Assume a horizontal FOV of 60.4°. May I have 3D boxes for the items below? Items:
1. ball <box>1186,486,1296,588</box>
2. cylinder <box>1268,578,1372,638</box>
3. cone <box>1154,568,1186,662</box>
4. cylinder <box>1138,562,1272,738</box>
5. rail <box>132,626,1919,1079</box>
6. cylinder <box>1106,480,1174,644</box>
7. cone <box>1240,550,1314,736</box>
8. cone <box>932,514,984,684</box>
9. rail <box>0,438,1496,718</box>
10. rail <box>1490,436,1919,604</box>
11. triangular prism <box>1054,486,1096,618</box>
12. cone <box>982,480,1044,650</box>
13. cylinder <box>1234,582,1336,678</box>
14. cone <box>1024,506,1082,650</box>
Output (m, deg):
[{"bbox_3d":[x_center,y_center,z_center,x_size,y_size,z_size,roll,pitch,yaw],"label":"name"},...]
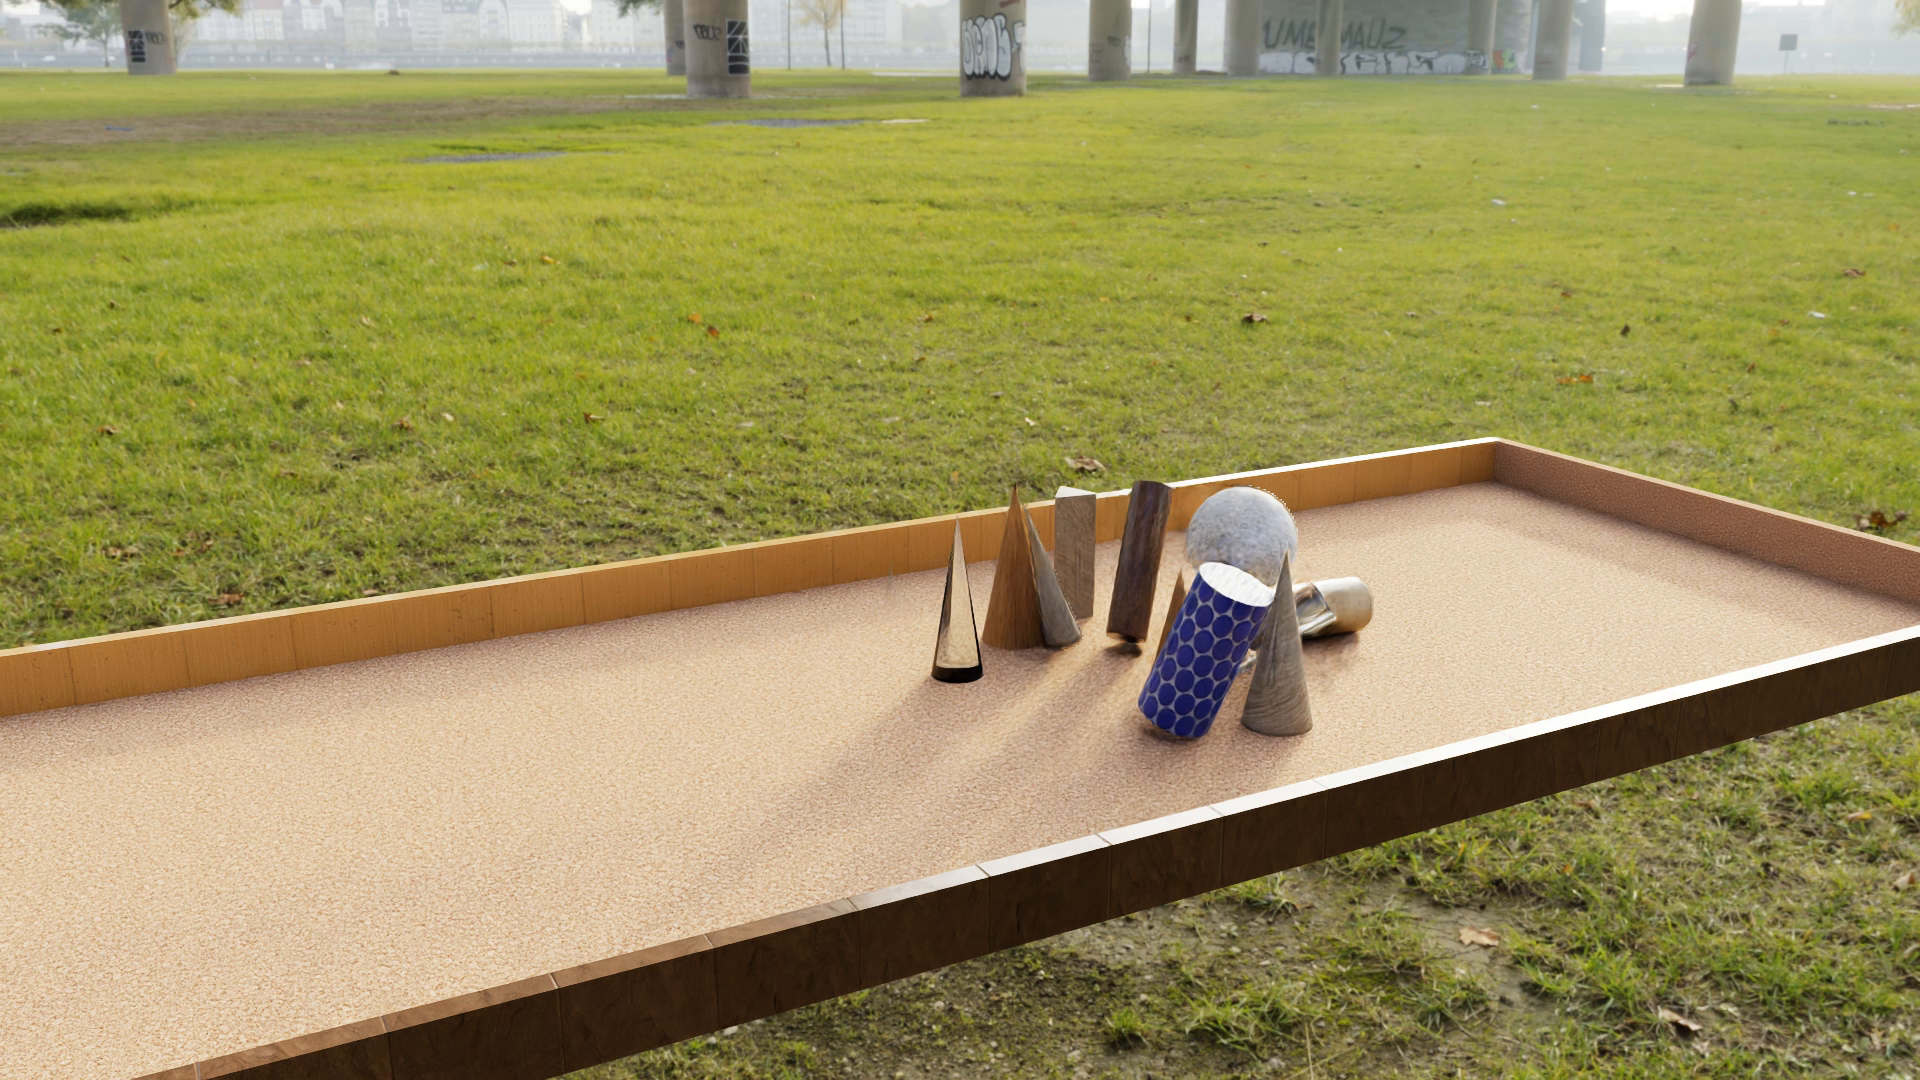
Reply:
[{"bbox_3d":[0.724,0.004,4.247,0.281,0.281,0.281,0,16,0],"label":"ball"},{"bbox_3d":[0.925,0.190,4.429,0.346,0.147,0.147,-5,17,-29],"label":"cylinder"},{"bbox_3d":[0.533,0.219,4.032,0.145,0.325,0.145,0,16,0],"label":"cone"},{"bbox_3d":[0.559,0.253,3.777,0.179,0.365,0.179,18,25,-9],"label":"cylinder"},{"bbox_3d":[-2.336,1.006,1.665,12.000,0.150,0.050,-9,18,-27],"label":"rail"},{"bbox_3d":[0.480,0.058,4.412,0.111,0.422,0.111,11,-12,2],"label":"cylinder"},{"bbox_3d":[0.747,0.226,3.829,0.169,0.426,0.169,0,16,0],"label":"cone"},{"bbox_3d":[-0.007,0.136,4.136,0.134,0.426,0.134,0,16,0],"label":"cone"},{"bbox_3d":[-3.305,0.497,3.399,12.000,0.150,0.050,-9,18,-27],"label":"rail"},{"bbox_3d":[2.466,-0.048,5.253,0.050,0.150,2.100,-9,18,-27],"label":"rail"},{"bbox_3d":[0.300,0.035,4.600,0.121,0.357,0.105,-6,17,-19],"label":"triangular prism"},{"bbox_3d":[0.145,0.054,4.386,0.173,0.442,0.173,0,16,0],"label":"cone"},{"bbox_3d":[0.764,0.232,4.099,0.321,0.110,0.110,-31,15,7],"label":"cylinder"},{"bbox_3d":[0.219,0.085,4.337,0.100,0.399,0.100,-15,15,4],"label":"cone"}]
